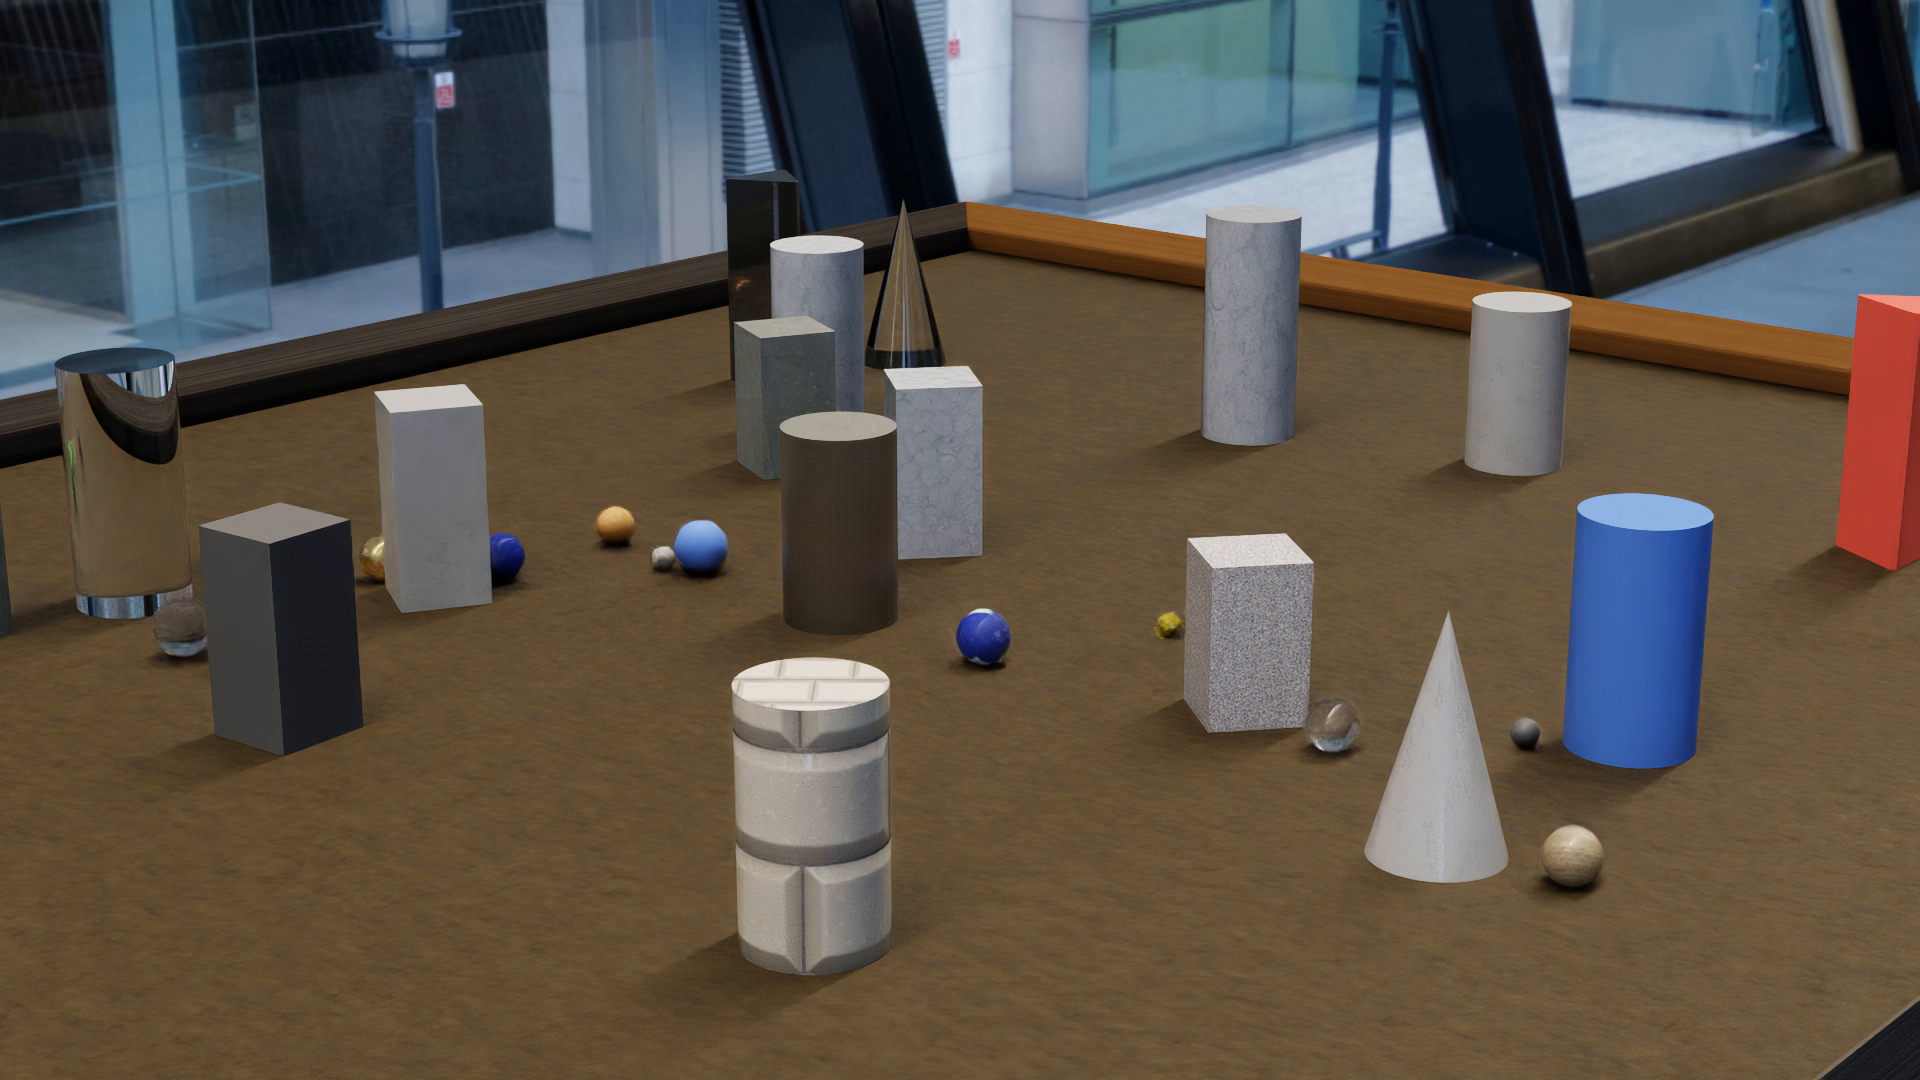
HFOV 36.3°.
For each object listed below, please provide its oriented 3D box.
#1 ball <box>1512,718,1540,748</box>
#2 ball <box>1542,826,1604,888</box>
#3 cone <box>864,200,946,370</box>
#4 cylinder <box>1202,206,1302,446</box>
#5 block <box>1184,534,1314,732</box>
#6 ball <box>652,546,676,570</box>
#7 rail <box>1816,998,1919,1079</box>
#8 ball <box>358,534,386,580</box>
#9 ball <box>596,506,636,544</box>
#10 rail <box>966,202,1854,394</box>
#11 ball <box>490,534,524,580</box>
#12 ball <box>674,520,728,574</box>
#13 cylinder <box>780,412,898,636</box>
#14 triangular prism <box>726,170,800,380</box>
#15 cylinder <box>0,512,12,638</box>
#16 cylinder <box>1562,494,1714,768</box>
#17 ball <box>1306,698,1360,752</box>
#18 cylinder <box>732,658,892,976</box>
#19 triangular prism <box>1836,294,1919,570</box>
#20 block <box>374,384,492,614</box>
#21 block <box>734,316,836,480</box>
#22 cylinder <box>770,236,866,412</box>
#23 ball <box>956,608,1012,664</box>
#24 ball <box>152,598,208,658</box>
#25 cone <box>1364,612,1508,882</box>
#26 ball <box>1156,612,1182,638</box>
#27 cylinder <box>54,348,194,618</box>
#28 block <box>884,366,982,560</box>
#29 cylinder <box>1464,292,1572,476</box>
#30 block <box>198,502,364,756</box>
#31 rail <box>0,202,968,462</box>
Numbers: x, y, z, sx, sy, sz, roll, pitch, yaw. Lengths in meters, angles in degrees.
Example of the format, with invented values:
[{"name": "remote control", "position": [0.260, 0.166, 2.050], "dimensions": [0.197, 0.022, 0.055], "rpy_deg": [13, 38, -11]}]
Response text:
[{"name": "ball", "position": [0.852, 0.290, 4.413], "dimensions": [0.044, 0.044, 0.044], "rpy_deg": [0, 17, 0]}, {"name": "ball", "position": [0.817, 0.422, 3.910], "dimensions": [0.082, 0.082, 0.082], "rpy_deg": [0, 17, 0]}, {"name": "cone", "position": [-0.130, -0.599, 6.775], "dimensions": [0.197, 0.384, 0.197], "rpy_deg": [0, 17, 0]}, {"name": "cylinder", "position": [0.608, -0.450, 6.131], "dimensions": [0.197, 0.469, 0.197], "rpy_deg": [0, 17, 0]}, {"name": "block", "position": [0.443, 0.142, 4.524], "dimensions": [0.157, 0.263, 0.157], "rpy_deg": [-3, 17, -9]}, {"name": "ball", "position": [-0.533, 0.032, 5.271], "dimensions": [0.043, 0.043, 0.043], "rpy_deg": [0, 17, 0]}, {"name": "rail", "position": [1.531, 0.416, 3.848], "dimensions": [0.045, 0.128, 4.774], "rpy_deg": [14, 22, 39]}, {"name": "ball", "position": [-1.024, 0.031, 5.204], "dimensions": [0.084, 0.084, 0.084], "rpy_deg": [0, 17, 0]}, {"name": "ball", "position": [-0.636, -0.027, 5.417], "dimensions": [0.071, 0.071, 0.071], "rpy_deg": [0, 17, 0]}, {"name": "rail", "position": [1.550, -0.483, 6.829], "dimensions": [4.102, 0.128, 0.045], "rpy_deg": [14, 22, 39]}, {"name": "ball", "position": [-0.816, 0.030, 5.206], "dimensions": [0.084, 0.084, 0.084], "rpy_deg": [0, 17, 0]}, {"name": "ball", "position": [-0.463, 0.011, 5.247], "dimensions": [0.096, 0.096, 0.096], "rpy_deg": [0, 17, 0]}, {"name": "cylinder", "position": [-0.204, -0.030, 4.965], "dimensions": [0.197, 0.337, 0.197], "rpy_deg": [0, 17, 0]}, {"name": "triangular prism", "position": [-0.420, -0.598, 6.639], "dimensions": [0.170, 0.460, 0.148], "rpy_deg": [5, 17, 15]}, {"name": "cylinder", "position": [-1.697, -0.022, 4.882], "dimensions": [0.197, 0.370, 0.197], "rpy_deg": [0, 17, 0]}, {"name": "cylinder", "position": [1.009, 0.134, 4.372], "dimensions": [0.197, 0.367, 0.197], "rpy_deg": [0, 17, 0]}, {"name": "ball", "position": [0.558, 0.277, 4.390], "dimensions": [0.083, 0.083, 0.083], "rpy_deg": [0, 17, 0]}, {"name": "cylinder", "position": [-0.185, 0.346, 3.696], "dimensions": [0.197, 0.351, 0.197], "rpy_deg": [0, 17, 0]}, {"name": "triangular prism", "position": [1.677, -0.203, 5.310], "dimensions": [0.148, 0.471, 0.170], "rpy_deg": [14, 22, 38]}, {"name": "block", "position": [-0.912, -0.073, 5.080], "dimensions": [0.157, 0.355, 0.157], "rpy_deg": [-6, 18, -20]}, {"name": "block", "position": [-0.352, -0.288, 5.907], "dimensions": [0.157, 0.289, 0.157], "rpy_deg": [-7, 18, -22]}, {"name": "cylinder", "position": [-0.301, -0.435, 6.221], "dimensions": [0.197, 0.389, 0.197], "rpy_deg": [0, 17, 0]}, {"name": "ball", "position": [0.039, 0.157, 4.773], "dimensions": [0.091, 0.091, 0.091], "rpy_deg": [0, 17, 0]}, {"name": "ball", "position": [-1.273, 0.144, 4.806], "dimensions": [0.097, 0.097, 0.097], "rpy_deg": [0, 17, 0]}, {"name": "cone", "position": [0.653, 0.263, 3.971], "dimensions": [0.197, 0.351, 0.197], "rpy_deg": [0, 17, 0]}, {"name": "ball", "position": [0.350, 0.143, 4.904], "dimensions": [0.042, 0.042, 0.042], "rpy_deg": [0, 17, 0]}, {"name": "cylinder", "position": [-1.434, -0.099, 5.037], "dimensions": [0.197, 0.429, 0.197], "rpy_deg": [0, 17, 0]}, {"name": "block", "position": [-0.050, -0.143, 5.375], "dimensions": [0.157, 0.318, 0.157], "rpy_deg": [-3, 17, -9]}, {"name": "cylinder", "position": [1.126, -0.317, 5.923], "dimensions": [0.197, 0.335, 0.197], "rpy_deg": [0, 17, 0]}, {"name": "block", "position": [-1.026, 0.133, 4.436], "dimensions": [0.157, 0.332, 0.157], "rpy_deg": [12, 21, 35]}, {"name": "rail", "position": [-1.531, -0.352, 6.392], "dimensions": [0.045, 0.128, 4.774], "rpy_deg": [14, 22, 39]}]
